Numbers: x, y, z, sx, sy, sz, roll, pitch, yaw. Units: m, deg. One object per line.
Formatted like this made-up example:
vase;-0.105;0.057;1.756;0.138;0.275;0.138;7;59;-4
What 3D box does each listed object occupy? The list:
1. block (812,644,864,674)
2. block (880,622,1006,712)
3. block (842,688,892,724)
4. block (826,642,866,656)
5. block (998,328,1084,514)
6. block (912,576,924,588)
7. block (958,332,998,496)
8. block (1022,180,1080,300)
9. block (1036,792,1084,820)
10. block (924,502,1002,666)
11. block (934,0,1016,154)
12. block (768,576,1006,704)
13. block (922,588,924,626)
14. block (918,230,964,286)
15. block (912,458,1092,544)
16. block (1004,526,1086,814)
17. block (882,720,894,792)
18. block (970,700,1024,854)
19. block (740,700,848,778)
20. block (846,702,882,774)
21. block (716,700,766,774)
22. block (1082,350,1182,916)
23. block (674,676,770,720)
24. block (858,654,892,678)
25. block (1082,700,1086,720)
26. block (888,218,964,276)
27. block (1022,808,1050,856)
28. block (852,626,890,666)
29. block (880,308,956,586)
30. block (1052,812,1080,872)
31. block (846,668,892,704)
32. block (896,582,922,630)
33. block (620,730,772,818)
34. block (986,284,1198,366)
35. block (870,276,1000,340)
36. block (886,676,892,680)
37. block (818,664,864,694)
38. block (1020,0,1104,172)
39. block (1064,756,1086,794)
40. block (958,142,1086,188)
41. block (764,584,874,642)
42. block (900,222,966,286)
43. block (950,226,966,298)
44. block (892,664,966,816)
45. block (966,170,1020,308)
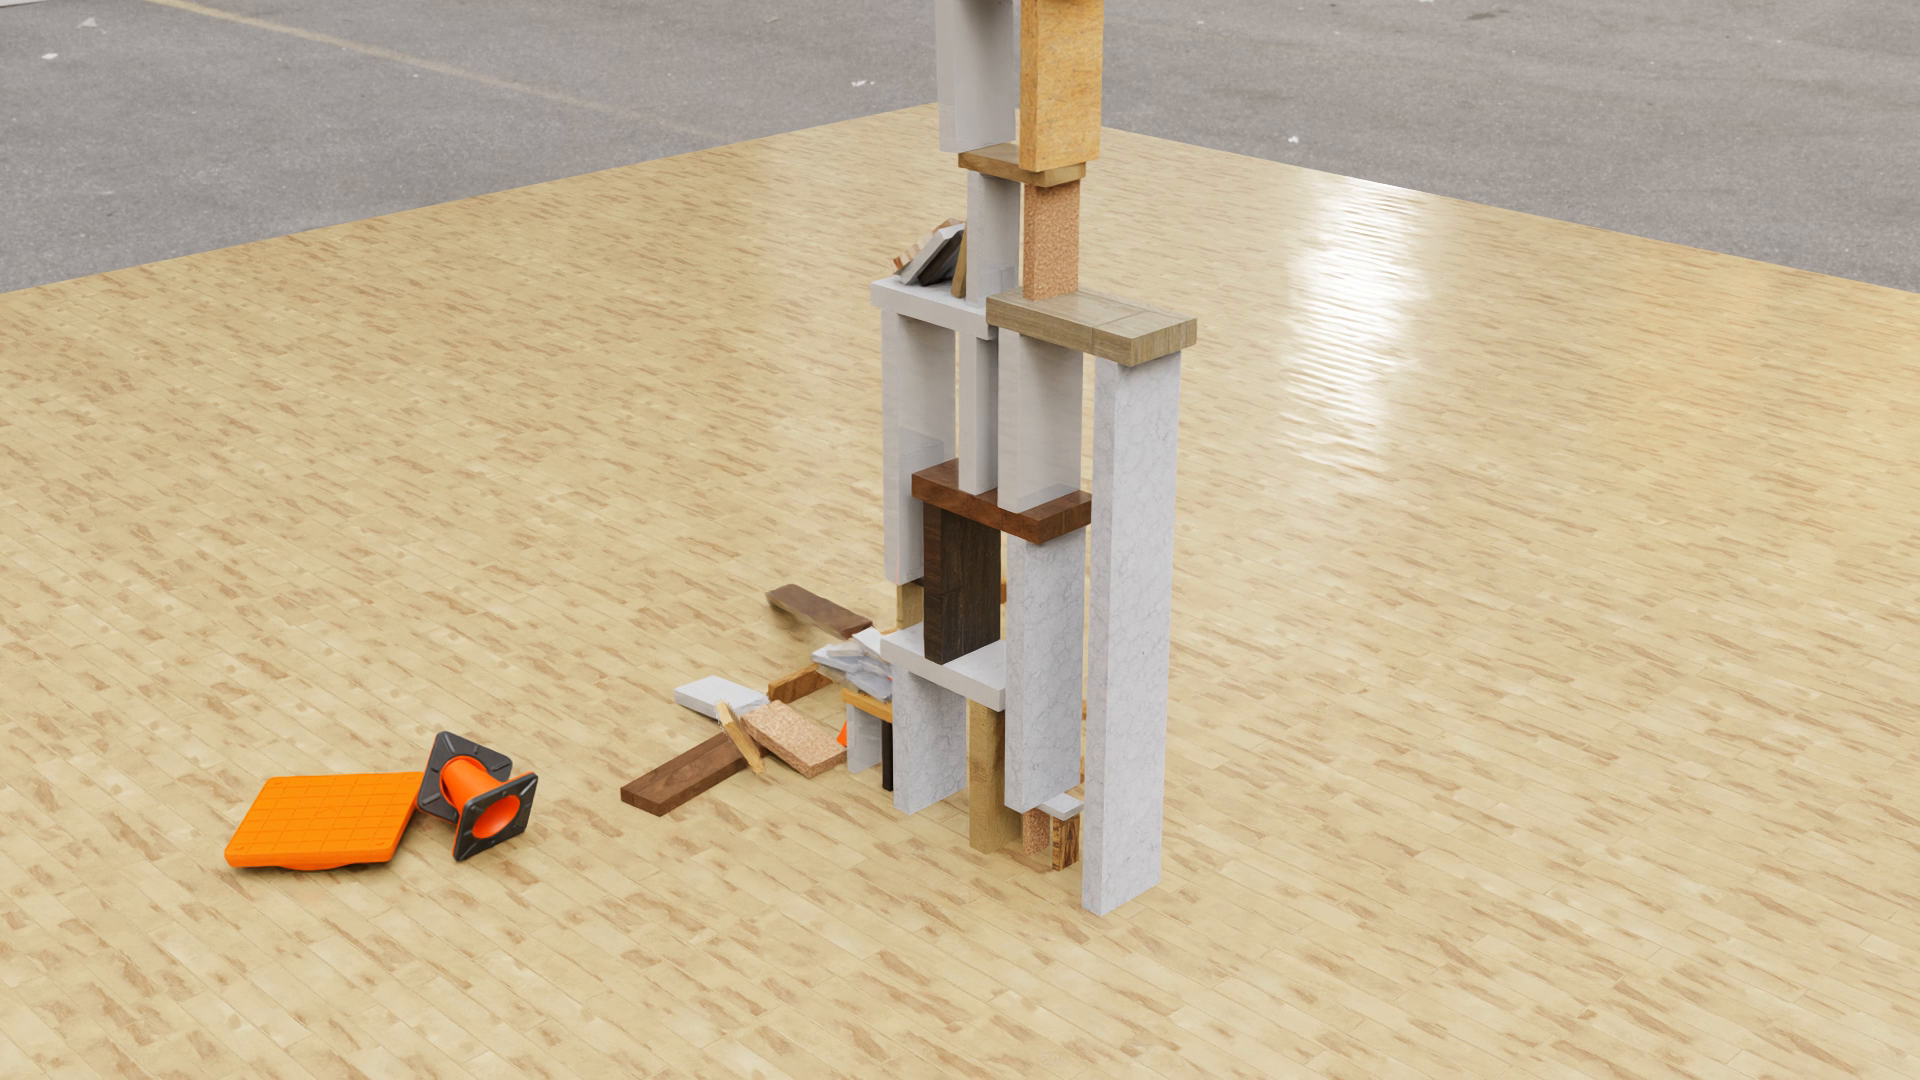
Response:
block;-0.248;0.248;4.583;0.113;0.016;0.057;15;27;34
block;0.016;0.237;4.309;0.326;0.046;0.163;21;31;41
block;-0.161;0.333;4.537;0.160;0.023;0.080;21;30;40
block;-0.224;0.225;4.543;0.052;0.015;0.104;-23;13;-42
block;0.146;-0.234;3.964;0.170;0.340;0.048;-21;31;-40
block;-0.075;0.068;4.337;0.057;0.016;0.113;-21;31;-40
block;0.067;-0.249;4.045;0.043;0.305;0.153;21;31;41
block;0.160;-0.530;3.836;0.104;0.208;0.029;-18;29;-36
block;0.177;0.505;4.251;0.117;0.017;0.058;21;31;41
block;0.005;0.062;4.243;0.047;0.329;0.164;21;31;41
block;0.027;-0.837;3.837;0.042;0.299;0.149;18;29;42
block;-0.096;0.210;5.179;0.019;0.066;0.961;32;37;32
block;-0.047;0.138;4.339;0.016;0.113;0.057;21;31;40
block;-0.009;-0.521;4.026;0.076;0.153;0.022;-21;75;-40
block;0.083;-0.081;4.098;0.329;0.047;0.164;21;31;41
block;0.160;0.232;4.147;0.164;0.567;0.047;-21;31;-41
block;-0.124;0.432;4.538;0.023;0.160;0.080;22;31;40
block;0.092;0.438;4.311;0.046;0.326;0.163;21;31;41
block;-0.354;0.421;4.670;0.219;0.031;0.109;32;36;32
block;-0.199;0.402;4.607;0.080;0.160;0.023;-21;31;-41
block;-0.450;0.405;4.517;0.021;0.150;0.075;-30;35;-1
block;0.306;0.173;3.962;0.048;1.087;0.170;21;31;41
block;-0.527;0.351;4.853;0.109;0.031;0.219;-18;21;-36
block;-0.151;0.257;4.500;0.104;0.015;0.052;18;30;37
block;0.258;0.374;4.855;0.131;0.019;0.066;2;23;6
block;-0.056;-0.538;4.054;0.150;0.021;0.075;-34;-12;20
block;0.150;0.555;4.302;0.058;0.117;0.017;-21;31;-41
block;-0.165;0.216;4.481;0.052;0.015;0.104;-23;44;-39
block;-0.078;-0.192;4.224;0.153;0.551;0.043;-21;31;-40
block;0.205;0.577;4.251;0.058;0.117;0.017;-21;31;-41
block;-0.177;0.296;4.541;0.113;0.016;0.057;31;36;33
block;-0.101;0.117;4.387;0.016;0.113;0.057;21;31;40
block;-0.529;0.470;4.612;0.109;0.031;0.402;16;28;34
block;0.225;-0.381;3.814;0.170;0.048;0.340;-21;31;-40
block;-0.005;-0.437;4.043;0.305;0.043;0.153;21;31;41
block;-0.162;0.327;4.894;0.159;0.075;0.021;7;24;17
block;-0.236;0.282;4.585;0.113;0.016;0.057;27;34;31
block;0.171;-0.783;3.709;0.149;0.299;0.042;-19;29;-37
block;0.219;0.489;4.581;0.073;0.021;0.146;18;29;36
block;0.107;-0.655;3.826;0.208;0.029;0.104;21;31;41
block;-0.331;0.160;5.029;0.073;0.021;0.810;-19;10;-14
block;-0.043;-0.525;4.035;0.076;0.153;0.022;-21;75;-40
block;0.032;-0.515;3.975;0.076;0.153;0.022;-21;46;-40
block;-0.061;0.378;4.452;0.046;0.326;0.163;21;31;41
block;0.060;-0.545;3.922;0.104;0.248;0.029;-21;31;-40
